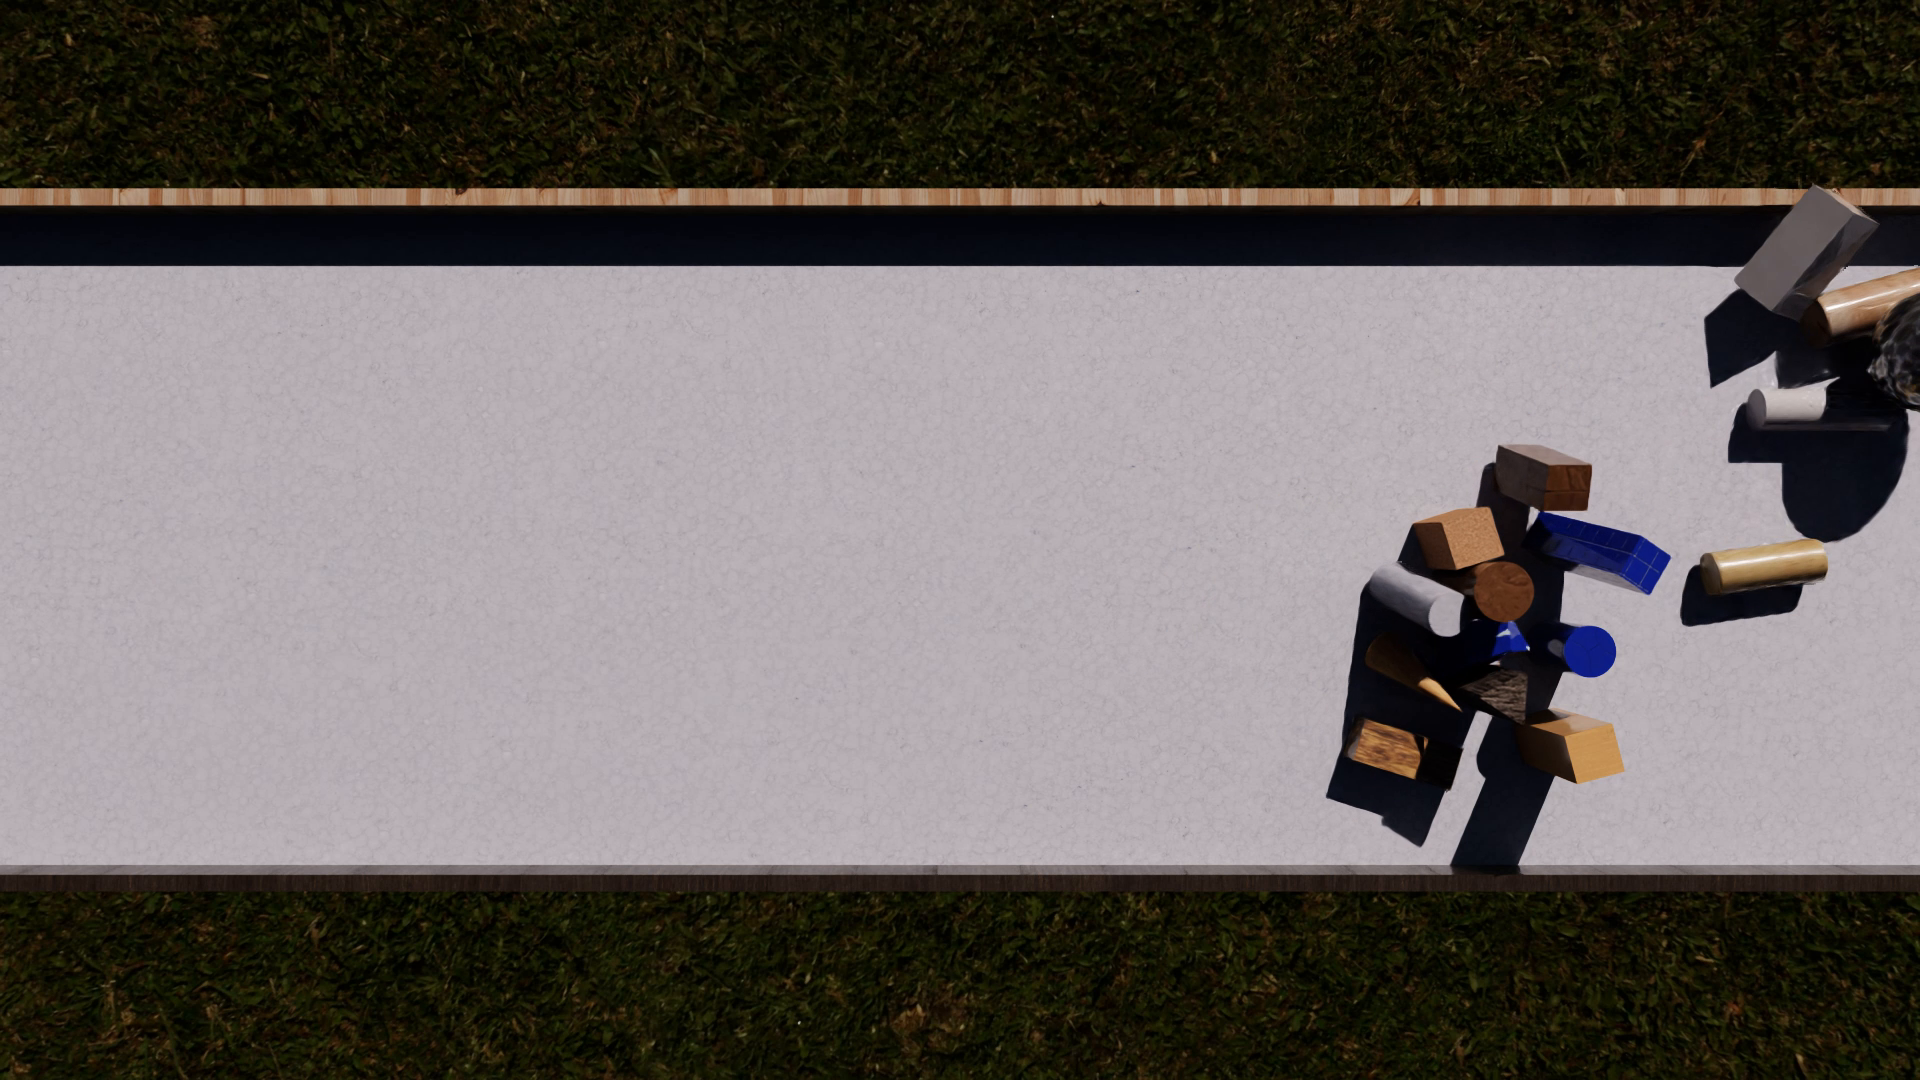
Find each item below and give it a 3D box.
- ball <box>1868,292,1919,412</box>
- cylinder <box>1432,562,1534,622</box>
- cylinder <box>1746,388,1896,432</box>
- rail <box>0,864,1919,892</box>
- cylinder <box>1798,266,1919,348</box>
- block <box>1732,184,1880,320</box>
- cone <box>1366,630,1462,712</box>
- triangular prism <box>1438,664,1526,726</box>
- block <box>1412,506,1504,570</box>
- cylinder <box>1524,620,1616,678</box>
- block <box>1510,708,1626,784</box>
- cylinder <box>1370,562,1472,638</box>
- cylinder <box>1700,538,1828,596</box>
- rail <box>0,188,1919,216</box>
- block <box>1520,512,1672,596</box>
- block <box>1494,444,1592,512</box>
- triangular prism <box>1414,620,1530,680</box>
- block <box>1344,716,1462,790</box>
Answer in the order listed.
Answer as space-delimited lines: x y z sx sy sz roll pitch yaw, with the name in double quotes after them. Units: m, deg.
2.846 -0.548 4.798 0.363 0.363 0.363 0 90 0 "ball"
1.536 0.147 4.874 0.172 0.400 0.172 0 90 -2 "cylinder"
2.614 -0.396 5.013 0.391 0.128 0.128 0 90 0 "cylinder"
-2.247 1.025 5.001 12.000 0.150 0.050 0 90 0 "rail"
2.776 -0.709 4.995 0.396 0.163 0.163 -15 90 0 "cylinder"
2.507 -0.851 4.893 0.161 0.161 0.345 6 128 -38 "block"
1.375 0.418 4.907 0.135 0.345 0.135 -19 129 -25 "cone"
1.567 0.429 4.874 0.147 0.402 0.128 34 90 -1 "triangular prism"
1.484 -0.005 4.924 0.146 0.305 0.146 -18 90 0 "block"
1.811 0.321 4.908 0.150 0.338 0.150 0 90 0 "cylinder"
1.779 0.600 4.849 0.139 0.455 0.139 -15 90 0 "block"
1.359 0.173 4.886 0.135 0.356 0.135 -3 104 -14 "cylinder"
2.439 0.082 5.010 0.326 0.133 0.133 -8 90 0 "cylinder"
-2.247 -1.025 5.002 12.000 0.150 0.050 0 90 0 "rail"
1.859 0.034 4.843 0.126 0.450 0.126 30 90 -20 "block"
1.728 -0.186 4.901 0.137 0.308 0.137 -1 104 -9 "block"
1.515 0.348 4.922 0.305 0.125 0.145 -25 104 35 "triangular prism"
1.345 0.644 5.012 0.306 0.128 0.128 17 90 0 "block"
